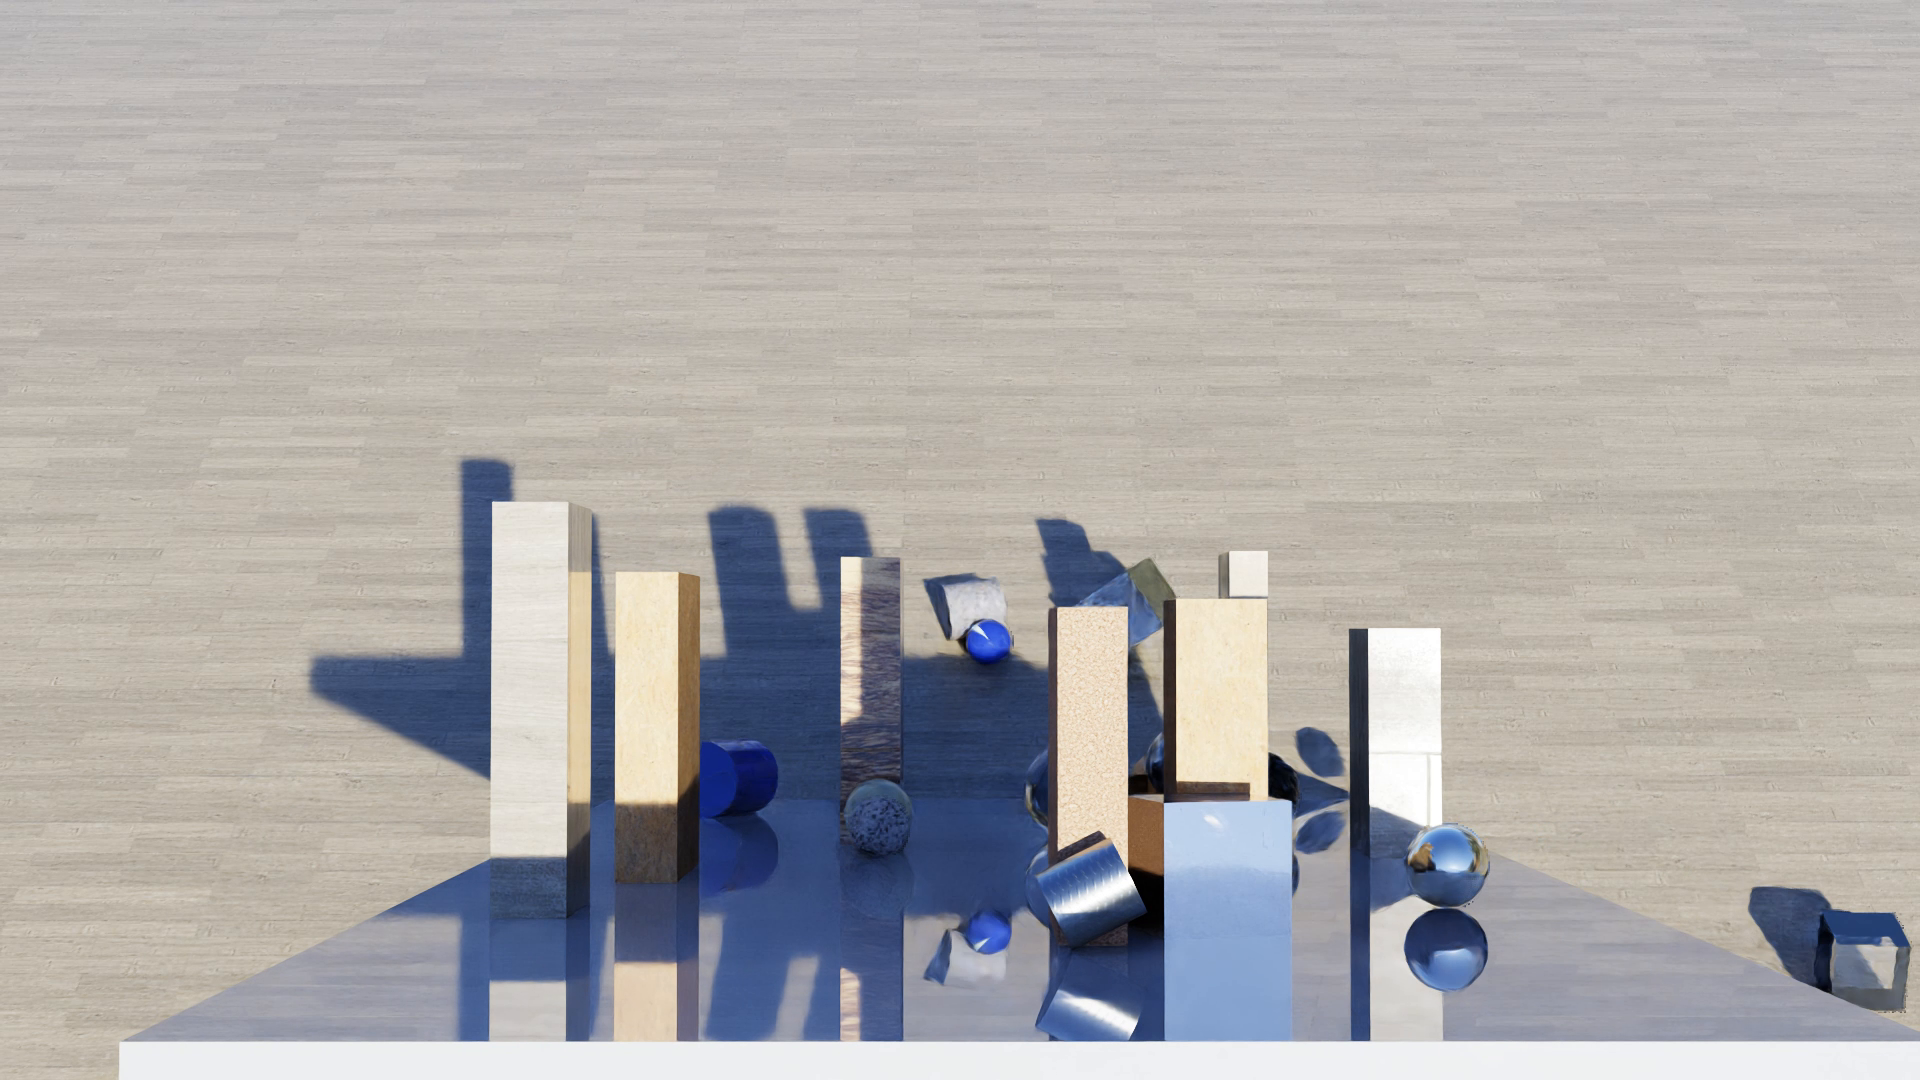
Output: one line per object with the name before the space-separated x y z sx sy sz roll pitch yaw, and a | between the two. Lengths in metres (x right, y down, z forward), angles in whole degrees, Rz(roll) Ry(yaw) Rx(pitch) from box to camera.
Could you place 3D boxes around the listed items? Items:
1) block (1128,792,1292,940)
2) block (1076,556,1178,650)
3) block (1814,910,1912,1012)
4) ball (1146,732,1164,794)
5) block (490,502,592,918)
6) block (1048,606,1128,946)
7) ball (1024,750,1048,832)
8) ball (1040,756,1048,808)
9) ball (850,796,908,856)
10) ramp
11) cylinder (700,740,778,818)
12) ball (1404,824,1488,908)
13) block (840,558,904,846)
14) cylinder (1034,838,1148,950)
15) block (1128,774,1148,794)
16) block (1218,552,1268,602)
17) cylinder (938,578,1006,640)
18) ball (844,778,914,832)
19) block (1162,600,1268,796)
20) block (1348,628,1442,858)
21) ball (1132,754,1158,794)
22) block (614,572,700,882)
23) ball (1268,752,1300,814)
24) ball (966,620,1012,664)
block | 0.367 0.486 3.900 0.199 0.199 0.199 1 -2 -15
block | 0.489 0.194 7.404 0.189 0.189 0.189 56 27 4
block | 2.186 1.019 6.301 0.172 0.172 0.172 2 20 5
ball | 0.527 0.524 6.082 0.183 0.183 0.183 0 35 0
block | -0.673 0.270 4.189 0.119 0.650 0.259 0 -2 0
block | 0.190 0.344 3.908 0.100 0.483 0.377 0 -2 0
ball | 0.239 0.540 5.594 0.205 0.205 0.205 0 35 0
ball | 0.281 0.553 5.927 0.201 0.201 0.201 0 35 0
ball | -0.161 0.568 5.153 0.118 0.118 0.118 0 35 0
ramp | 0.078 0.667 4.847 2.000 0.100 4.000 0 -2 0
cylinder | -0.563 0.575 6.279 0.180 0.180 0.180 22 9 28
ball | 0.788 0.528 4.215 0.135 0.135 0.135 0 35 0
block | -0.187 0.341 5.586 0.124 0.601 0.317 0 -2 0
cylinder | 0.185 0.497 3.655 0.118 0.118 0.118 -27 39 -1
block | 0.366 0.604 6.082 0.107 0.107 0.107 -2 -2 34
block | 0.676 0.347 6.209 0.089 0.631 0.266 0 -2 0
cylinder | 0.034 0.199 7.521 0.163 0.163 0.163 -8 36 -11
ball | -0.167 0.563 5.350 0.142 0.142 0.142 0 35 0
block | 0.406 0.345 4.156 0.141 0.498 0.261 0 -2 0
block | 0.878 0.405 5.253 0.141 0.451 0.259 0 -2 0
ball | 0.501 0.601 6.514 0.143 0.143 0.143 0 35 0
block | -0.558 0.340 4.823 0.111 0.553 0.391 0 -2 0
ball | 0.662 0.557 5.763 0.181 0.181 0.181 0 35 0
ball | 0.082 0.292 7.416 0.130 0.130 0.130 0 35 0
